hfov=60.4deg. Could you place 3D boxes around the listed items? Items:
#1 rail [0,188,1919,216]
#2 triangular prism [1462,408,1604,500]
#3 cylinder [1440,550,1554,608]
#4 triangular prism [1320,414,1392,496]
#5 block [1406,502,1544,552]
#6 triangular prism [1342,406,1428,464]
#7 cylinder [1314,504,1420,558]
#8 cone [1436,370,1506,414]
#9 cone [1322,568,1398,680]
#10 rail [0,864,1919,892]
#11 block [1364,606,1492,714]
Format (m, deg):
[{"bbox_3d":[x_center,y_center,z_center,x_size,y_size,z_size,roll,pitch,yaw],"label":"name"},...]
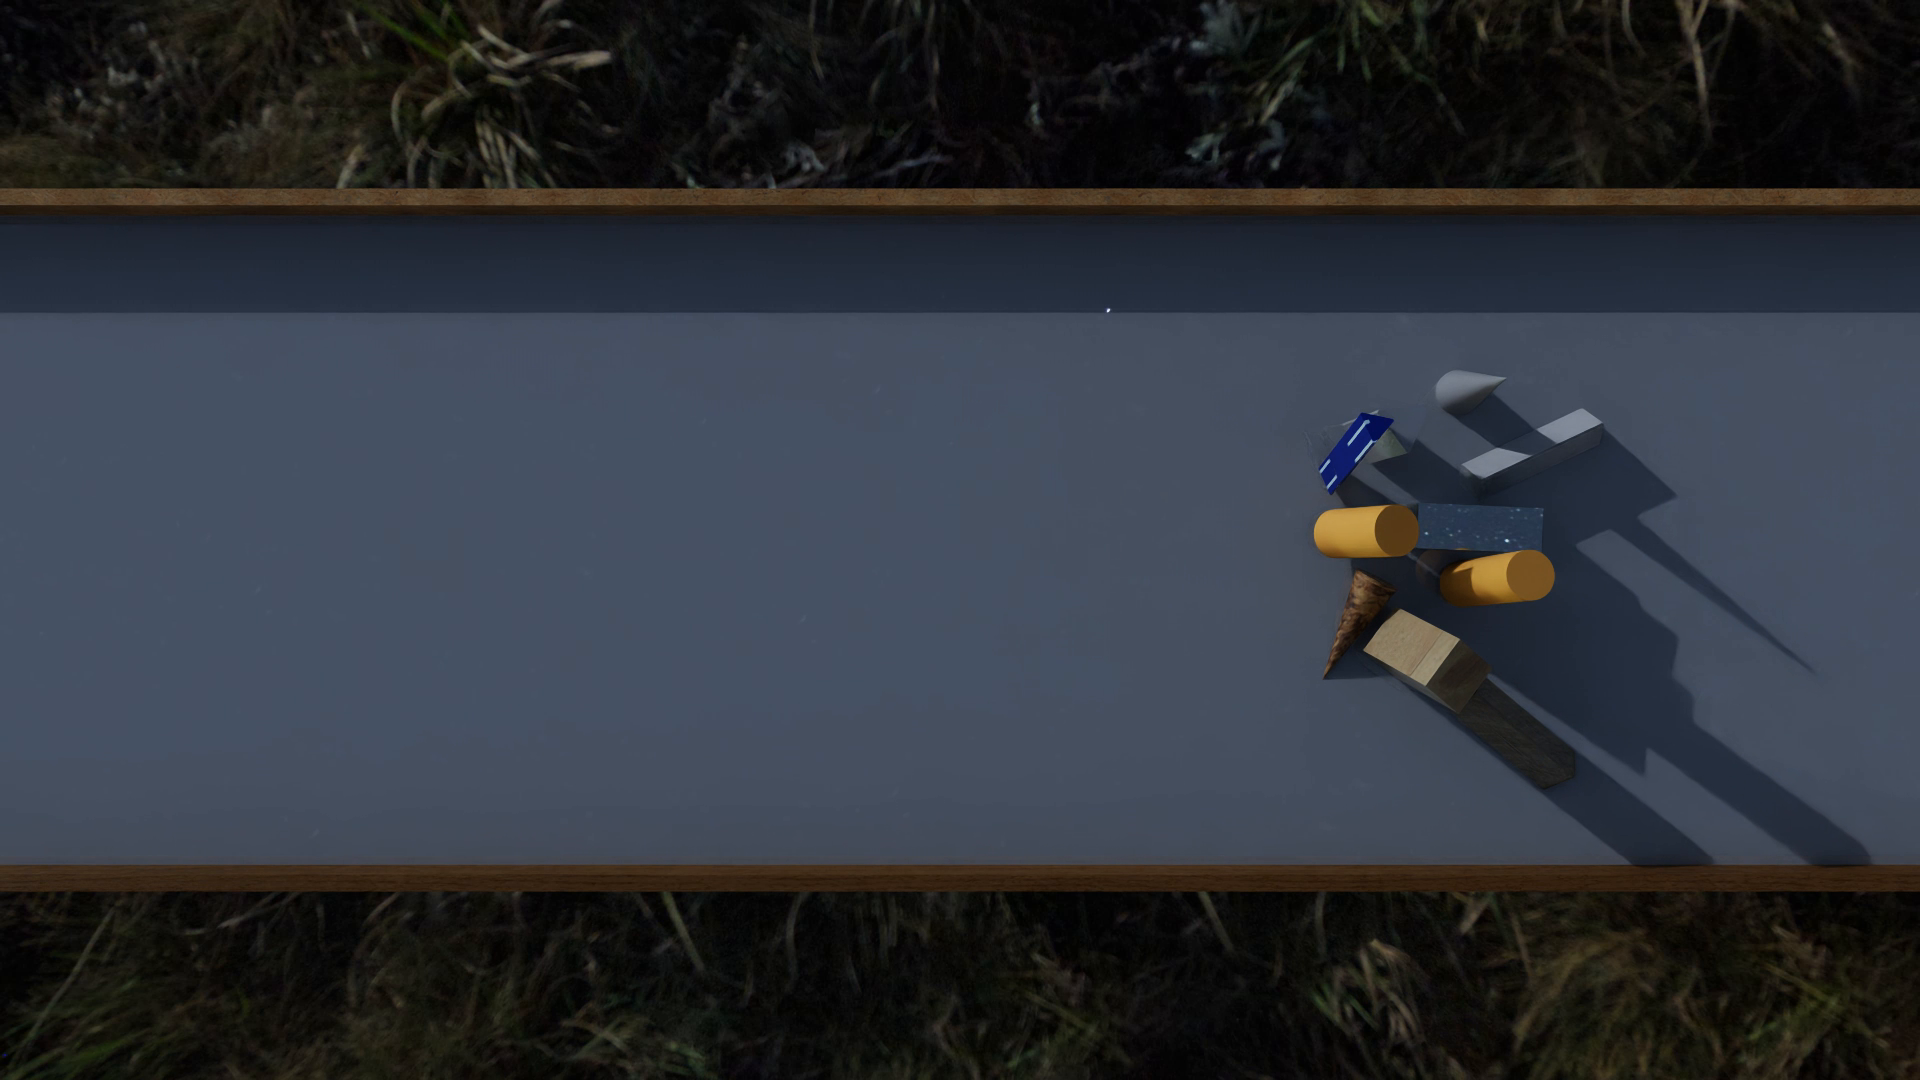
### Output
[{"bbox_3d":[-2.247,-1.025,5.002,12.000,0.150,0.050,0,90,0],"label":"rail"},{"bbox_3d":[1.754,-0.264,5.021,0.408,0.105,0.121,-25,90,0],"label":"triangular prism"},{"bbox_3d":[1.571,0.117,4.845,0.144,0.447,0.144,1,85,-7],"label":"cylinder"},{"bbox_3d":[1.152,-0.265,4.870,0.082,0.422,0.095,40,73,9],"label":"triangular prism"},{"bbox_3d":[1.558,-0.036,5.009,0.374,0.136,0.136,2,90,0],"label":"block"},{"bbox_3d":[1.282,-0.340,4.902,0.130,0.341,0.150,-36,90,-5],"label":"triangular prism"},{"bbox_3d":[1.204,-0.023,4.898,0.151,0.325,0.151,1,88,-19],"label":"cylinder"},{"bbox_3d":[1.534,-0.454,4.849,0.139,0.455,0.139,0,90,0],"label":"cone"},{"bbox_3d":[1.191,0.275,5.043,0.138,0.138,0.357,26,101,0],"label":"cone"},{"bbox_3d":[-2.247,1.025,5.001,12.000,0.150,0.050,0,90,0],"label":"rail"},{"bbox_3d":[1.387,0.354,4.902,0.167,0.306,0.167,37,90,-27],"label":"block"}]
